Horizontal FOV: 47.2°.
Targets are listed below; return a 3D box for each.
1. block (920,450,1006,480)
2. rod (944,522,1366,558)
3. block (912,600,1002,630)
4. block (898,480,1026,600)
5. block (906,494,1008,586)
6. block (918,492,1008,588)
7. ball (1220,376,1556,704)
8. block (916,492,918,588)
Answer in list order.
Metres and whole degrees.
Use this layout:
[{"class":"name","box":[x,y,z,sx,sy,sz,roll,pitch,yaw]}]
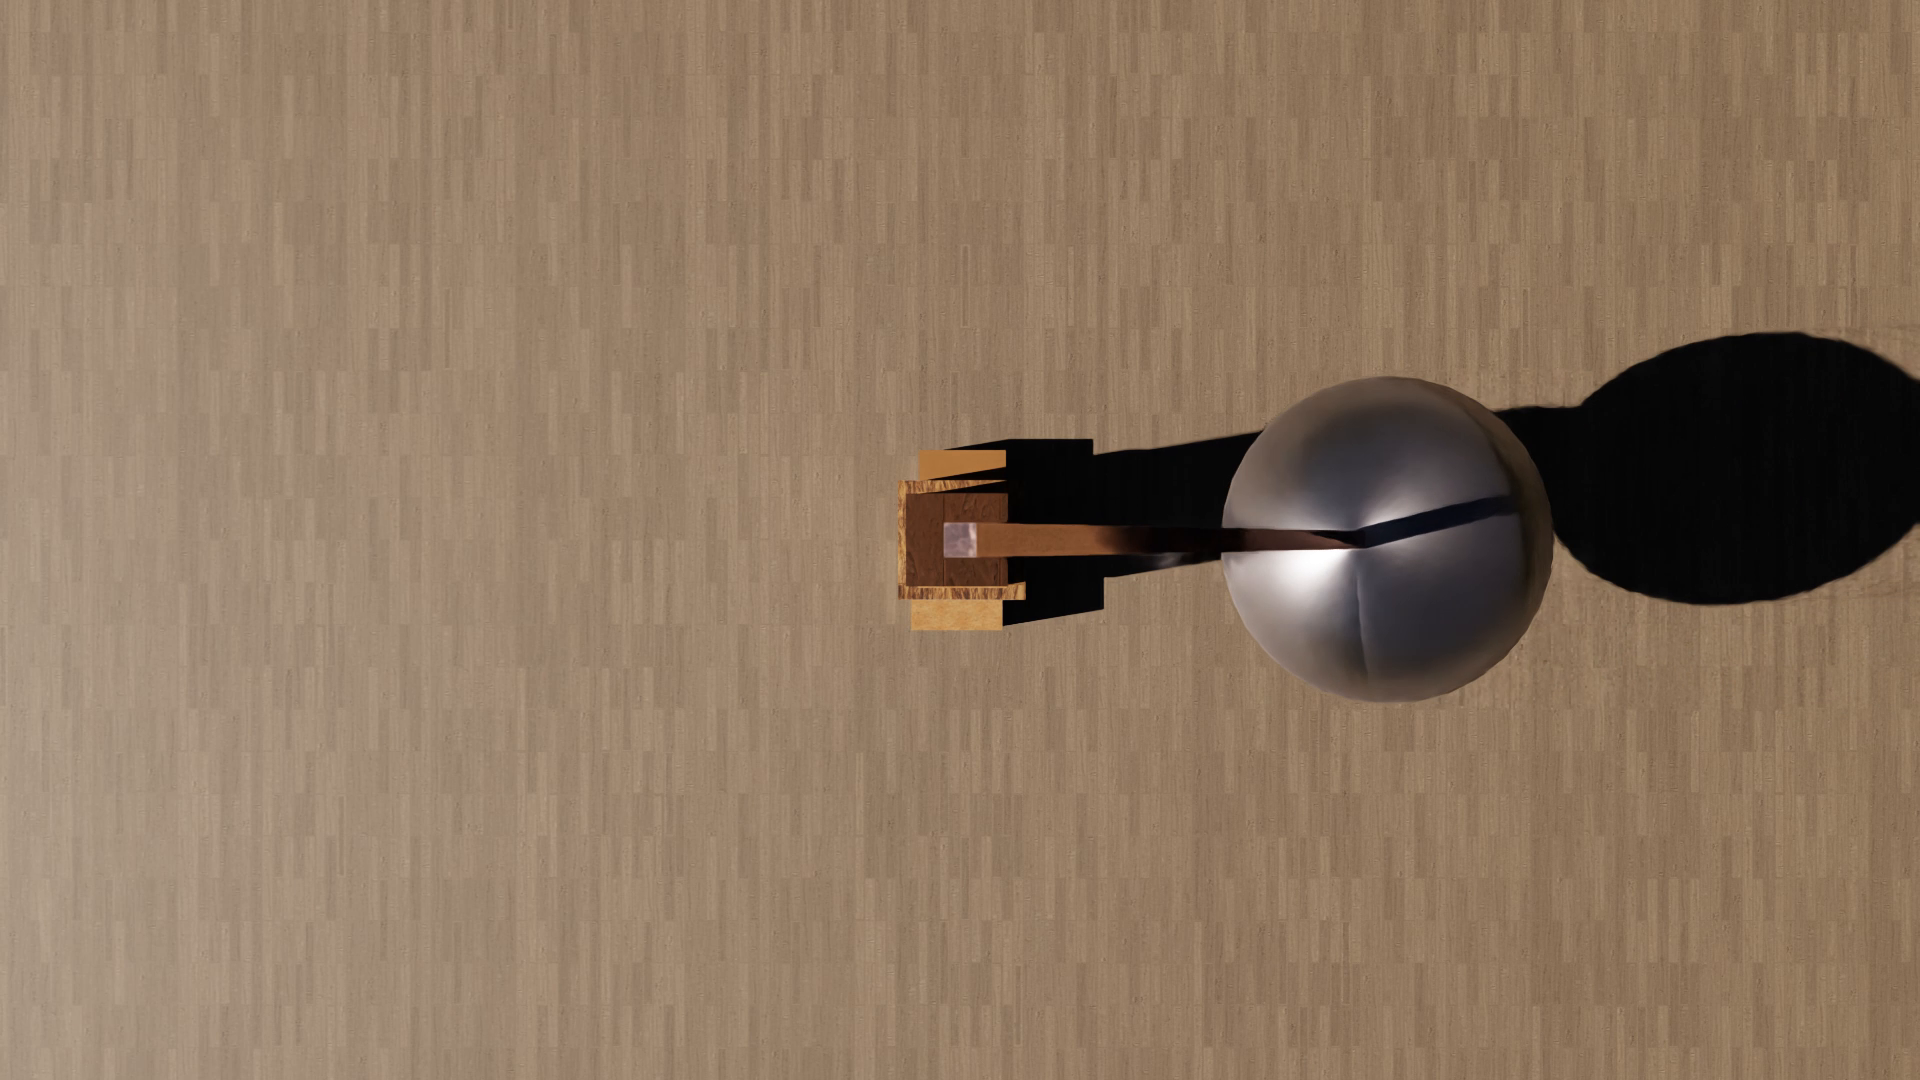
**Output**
[{"class":"block","box":[0.014,-0.287,12.766,0.494,0.469,0.449,0,90,0]},{"class":"rod","box":[0.899,0.000,7.538,0.080,5.200,0.080,0,90,20]},{"class":"block","box":[-0.018,0.230,12.728,0.516,0.544,0.564,0,90,0]},{"class":"block","box":[0.009,0.000,11.484,0.645,0.704,0.604,0,90,0]},{"class":"block","box":[-0.014,0.000,10.028,0.455,0.396,0.415,0,90,0]},{"class":"block","box":[0.011,0.000,10.419,0.417,0.386,0.446,0,90,0]},{"class":"ball","box":[2.074,0.000,10.728,1.600,1.600,1.600,0,90,0]},{"class":"block","box":[0.007,0.000,10.872,0.443,0.520,0.456,0,90,0]}]
